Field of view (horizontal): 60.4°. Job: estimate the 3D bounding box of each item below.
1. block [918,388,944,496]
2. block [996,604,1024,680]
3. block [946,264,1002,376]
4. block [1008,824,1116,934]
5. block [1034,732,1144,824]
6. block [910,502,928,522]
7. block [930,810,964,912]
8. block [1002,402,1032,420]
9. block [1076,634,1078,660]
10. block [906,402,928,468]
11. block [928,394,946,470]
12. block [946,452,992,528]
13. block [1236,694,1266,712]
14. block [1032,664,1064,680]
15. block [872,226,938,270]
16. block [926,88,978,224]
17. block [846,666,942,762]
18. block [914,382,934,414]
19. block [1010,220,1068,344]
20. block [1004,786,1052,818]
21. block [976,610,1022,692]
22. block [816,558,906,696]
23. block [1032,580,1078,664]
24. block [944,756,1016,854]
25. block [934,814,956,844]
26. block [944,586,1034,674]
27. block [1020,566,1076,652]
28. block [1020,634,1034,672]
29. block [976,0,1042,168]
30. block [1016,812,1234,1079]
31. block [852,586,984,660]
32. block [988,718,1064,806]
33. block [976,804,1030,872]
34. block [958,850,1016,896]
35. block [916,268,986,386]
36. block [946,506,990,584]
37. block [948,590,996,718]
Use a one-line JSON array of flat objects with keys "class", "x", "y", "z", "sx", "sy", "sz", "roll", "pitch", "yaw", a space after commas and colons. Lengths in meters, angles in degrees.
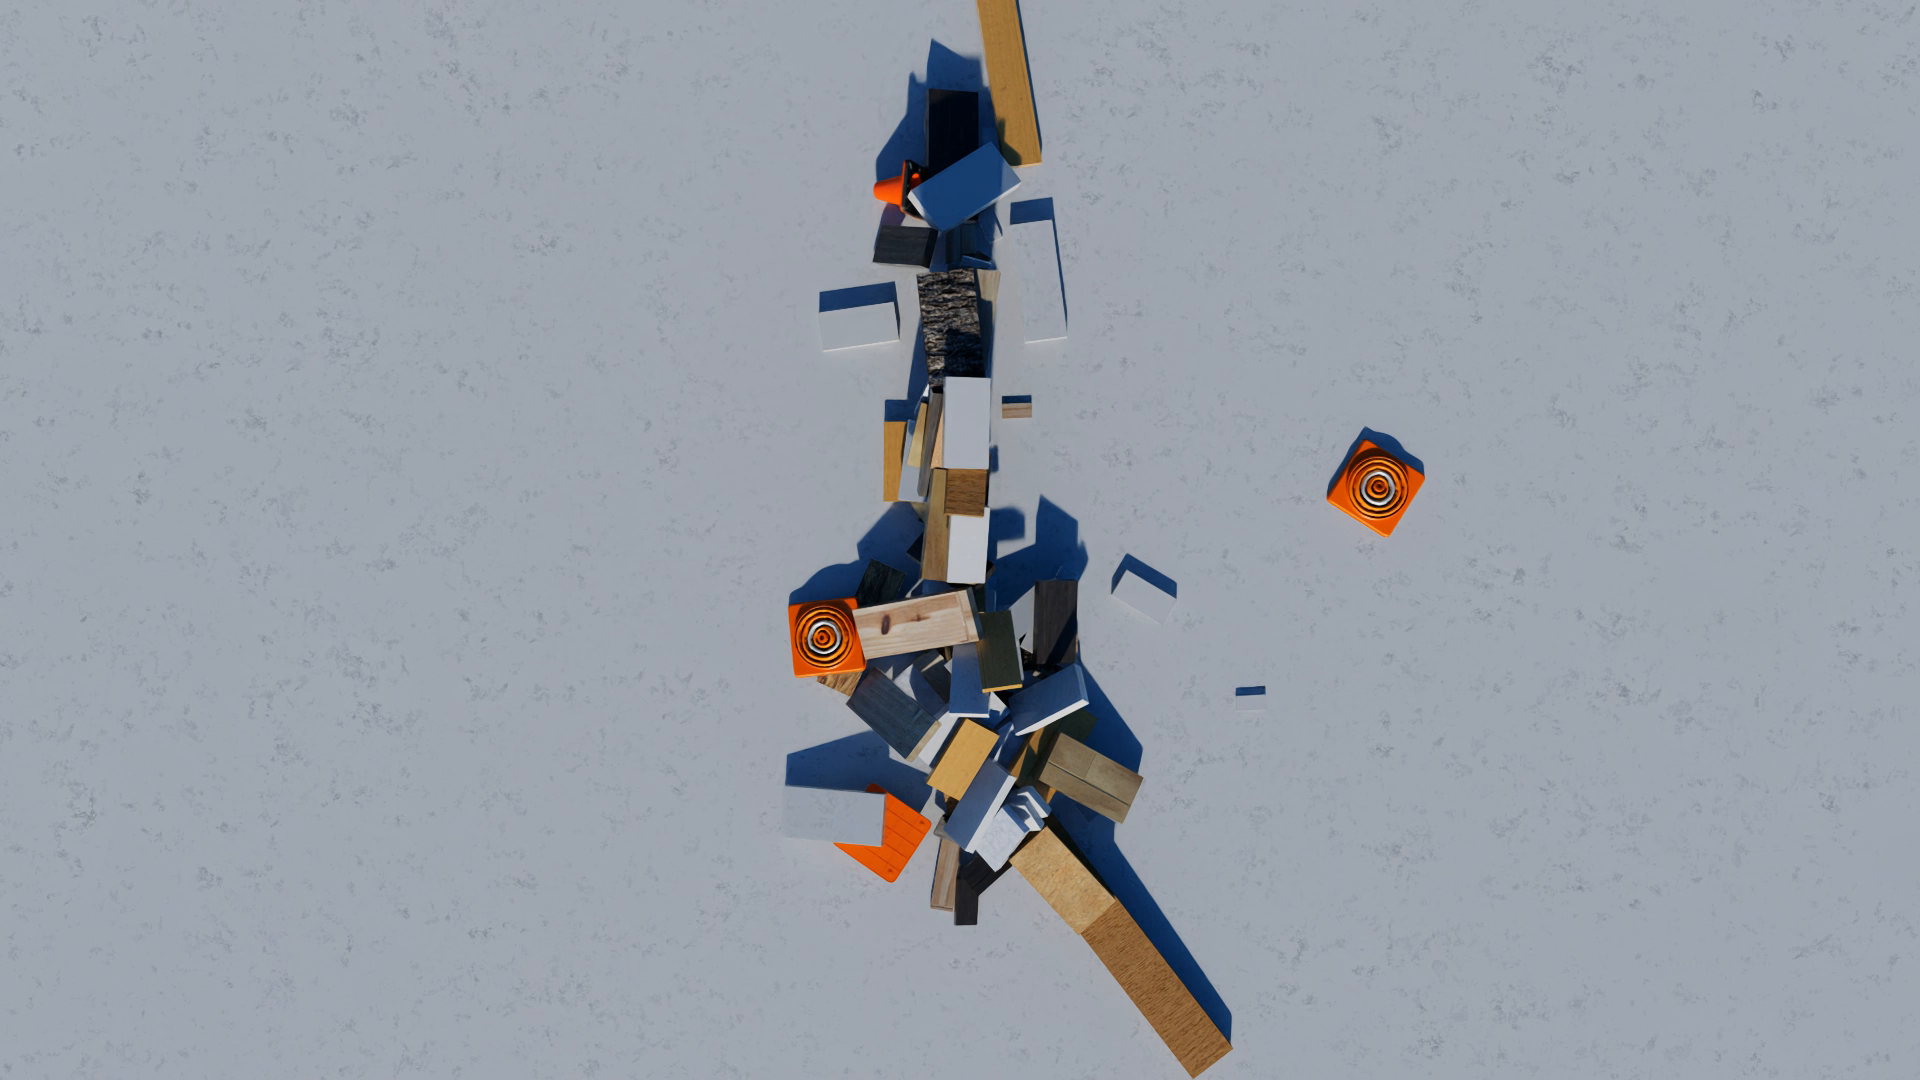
[{"class": "block", "x": -0.026, "y": -0.304, "z": 5.269, "sx": 0.175, "sy": 0.050, "sz": 0.351, "roll": 4, "pitch": 113, "yaw": -11}, {"class": "block", "x": 0.131, "y": 0.343, "z": 5.447, "sx": 0.126, "sy": 0.036, "sz": 0.252, "roll": -6, "pitch": 85, "yaw": -10}, {"class": "block", "x": 0.020, "y": -0.698, "z": 5.253, "sx": 0.170, "sy": 0.048, "sz": 0.339, "roll": 8, "pitch": 104, "yaw": -3}, {"class": "block", "x": 0.333, "y": 1.109, "z": 5.393, "sx": 0.167, "sy": 0.047, "sz": 0.335, "roll": -43, "pitch": 93, "yaw": 1}, {"class": "block", "x": 0.423, "y": 0.780, "z": 5.410, "sx": 0.339, "sy": 0.048, "sz": 0.170, "roll": 30, "pitch": 78, "yaw": -17}, {"class": "block", "x": -0.037, "y": -0.057, "z": 5.379, "sx": 0.132, "sy": 0.037, "sz": 0.264, "roll": -35, "pitch": 64, "yaw": -2}, {"class": "block", "x": -0.032, "y": 1.055, "z": 5.489, "sx": 0.076, "sy": 0.021, "sz": 0.355, "roll": 10, "pitch": 90, "yaw": 0}, {"class": "block", "x": 0.189, "y": -0.430, "z": 5.493, "sx": 0.099, "sy": 0.014, "sz": 0.049, "roll": -2, "pitch": 90, "yaw": 0}, {"class": "block", "x": 0.309, "y": 0.354, "z": 5.488, "sx": 0.164, "sy": 0.023, "sz": 0.082, "roll": 1, "pitch": 90, "yaw": 0}, {"class": "block", "x": -0.099, "y": -0.333, "z": 5.324, "sx": 0.103, "sy": 0.029, "sz": 0.206, "roll": 13, "pitch": 101, "yaw": -7}, {"class": "block", "x": -0.001, "y": -0.354, "z": 5.197, "sx": 0.140, "sy": 0.040, "sz": 0.281, "roll": 7, "pitch": 114, "yaw": -12}, {"class": "block", "x": 0.028, "y": -0.157, "z": 5.211, "sx": 0.122, "sy": 0.035, "sz": 0.244, "roll": 3, "pitch": 96, "yaw": -12}, {"class": "block", "x": 0.969, "y": 0.541, "z": 5.493, "sx": 0.099, "sy": 0.014, "sz": 0.050, "roll": -3, "pitch": 90, "yaw": 0}, {"class": "block", "x": 0.321, "y": 0.451, "z": 5.450, "sx": 0.164, "sy": 0.082, "sz": 0.023, "roll": 27, "pitch": 123, "yaw": -7}, {"class": "block", "x": -0.180, "y": -0.959, "z": 5.394, "sx": 0.036, "sy": 0.254, "sz": 0.127, "roll": 15, "pitch": 90, "yaw": -42}, {"class": "block", "x": -0.027, "y": -1.268, "z": 5.454, "sx": 0.170, "sy": 0.048, "sz": 0.426, "roll": 0, "pitch": 90, "yaw": -15}, {"class": "block", "x": -0.218, "y": 0.569, "z": 5.390, "sx": 0.318, "sy": 0.045, "sz": 0.159, "roll": 38, "pitch": 90, "yaw": 35}, {"class": "block", "x": -0.062, "y": -0.474, "z": 5.303, "sx": 0.103, "sy": 0.029, "sz": 0.206, "roll": 18, "pitch": 130, "yaw": -12}, {"class": "block", "x": 0.261, "y": -0.858, "z": 5.480, "sx": 0.140, "sy": 0.040, "sz": 0.392, "roll": -8, "pitch": 90, "yaw": 0}, {"class": "block", "x": 0.183, "y": 0.873, "z": 5.397, "sx": 0.112, "sy": 0.223, "sz": 0.032, "roll": 51, "pitch": 45, "yaw": -17}, {"class": "block", "x": 0.119, "y": 0.357, "z": 5.308, "sx": 0.127, "sy": 0.036, "sz": 0.254, "roll": -8, "pitch": 68, "yaw": -1}, {"class": "block", "x": -0.327, "y": 0.291, "z": 5.482, "sx": 0.126, "sy": 0.036, "sz": 0.447, "roll": 24, "pitch": 90, "yaw": 0}, {"class": "block", "x": 0.313, "y": 0.268, "z": 5.420, "sx": 0.136, "sy": 0.039, "sz": 0.273, "roll": -1, "pitch": 98, "yaw": -18}, {"class": "block", "x": 0.063, "y": 0.858, "z": 5.357, "sx": 0.039, "sy": 0.136, "sz": 0.284, "roll": 26, "pitch": 95, "yaw": -40}, {"class": "block", "x": -0.007, "y": 0.966, "z": 5.452, "sx": 0.145, "sy": 0.021, "sz": 0.072, "roll": 23, "pitch": 104, "yaw": -11}, {"class": "block", "x": 0.136, "y": 0.310, "z": 5.417, "sx": 0.417, "sy": 0.028, "sz": 0.098, "roll": -41, "pitch": 90, "yaw": -9}, {"class": "block", "x": 0.293, "y": 0.233, "z": 5.467, "sx": 0.059, "sy": 0.017, "sz": 0.301, "roll": 28, "pitch": 81, "yaw": -4}, {"class": "block", "x": 0.211, "y": 0.375, "z": 5.475, "sx": 0.059, "sy": 0.017, "sz": 0.119, "roll": -11, "pitch": 85, "yaw": 26}, {"class": "block", "x": 0.128, "y": -1.721, "z": 5.473, "sx": 0.127, "sy": 0.036, "sz": 0.975, "roll": -9, "pitch": 90, "yaw": -8}, {"class": "block", "x": 0.528, "y": 1.330, "z": 5.453, "sx": 0.167, "sy": 0.047, "sz": 1.014, "roll": -38, "pitch": 93, "yaw": 0}, {"class": "block", "x": -0.138, "y": 0.270, "z": 5.347, "sx": 0.415, "sy": 0.048, "sz": 0.170, "roll": -11, "pitch": 99, "yaw": 24}, {"class": "block", "x": 0.190, "y": 0.762, "z": 5.450, "sx": 0.159, "sy": 0.045, "sz": 0.318, "roll": -35, "pitch": 100, "yaw": 0}, {"class": "block", "x": 0.135, "y": 0.970, "z": 5.371, "sx": 0.112, "sy": 0.032, "sz": 0.223, "roll": 46, "pitch": 130, "yaw": 19}, {"class": "block", "x": 0.099, "y": 1.078, "z": 5.467, "sx": 0.195, "sy": 0.028, "sz": 0.098, "roll": -40, "pitch": 90, "yaw": -11}, {"class": "block", "x": -0.029, "y": -0.665, "z": 5.167, "sx": 0.176, "sy": 0.050, "sz": 0.351, "roll": -7, "pitch": 93, "yaw": -4}, {"class": "block", "x": 0.024, "y": 0.013, "z": 5.199, "sx": 0.122, "sy": 0.035, "sz": 0.244, "roll": 1, "pitch": 102, "yaw": -12}, {"class": "block", "x": 0.042, "y": 0.366, "z": 5.353, "sx": 0.127, "sy": 0.036, "sz": 0.422, "roll": 0, "pitch": 68, "yaw": 8}]
